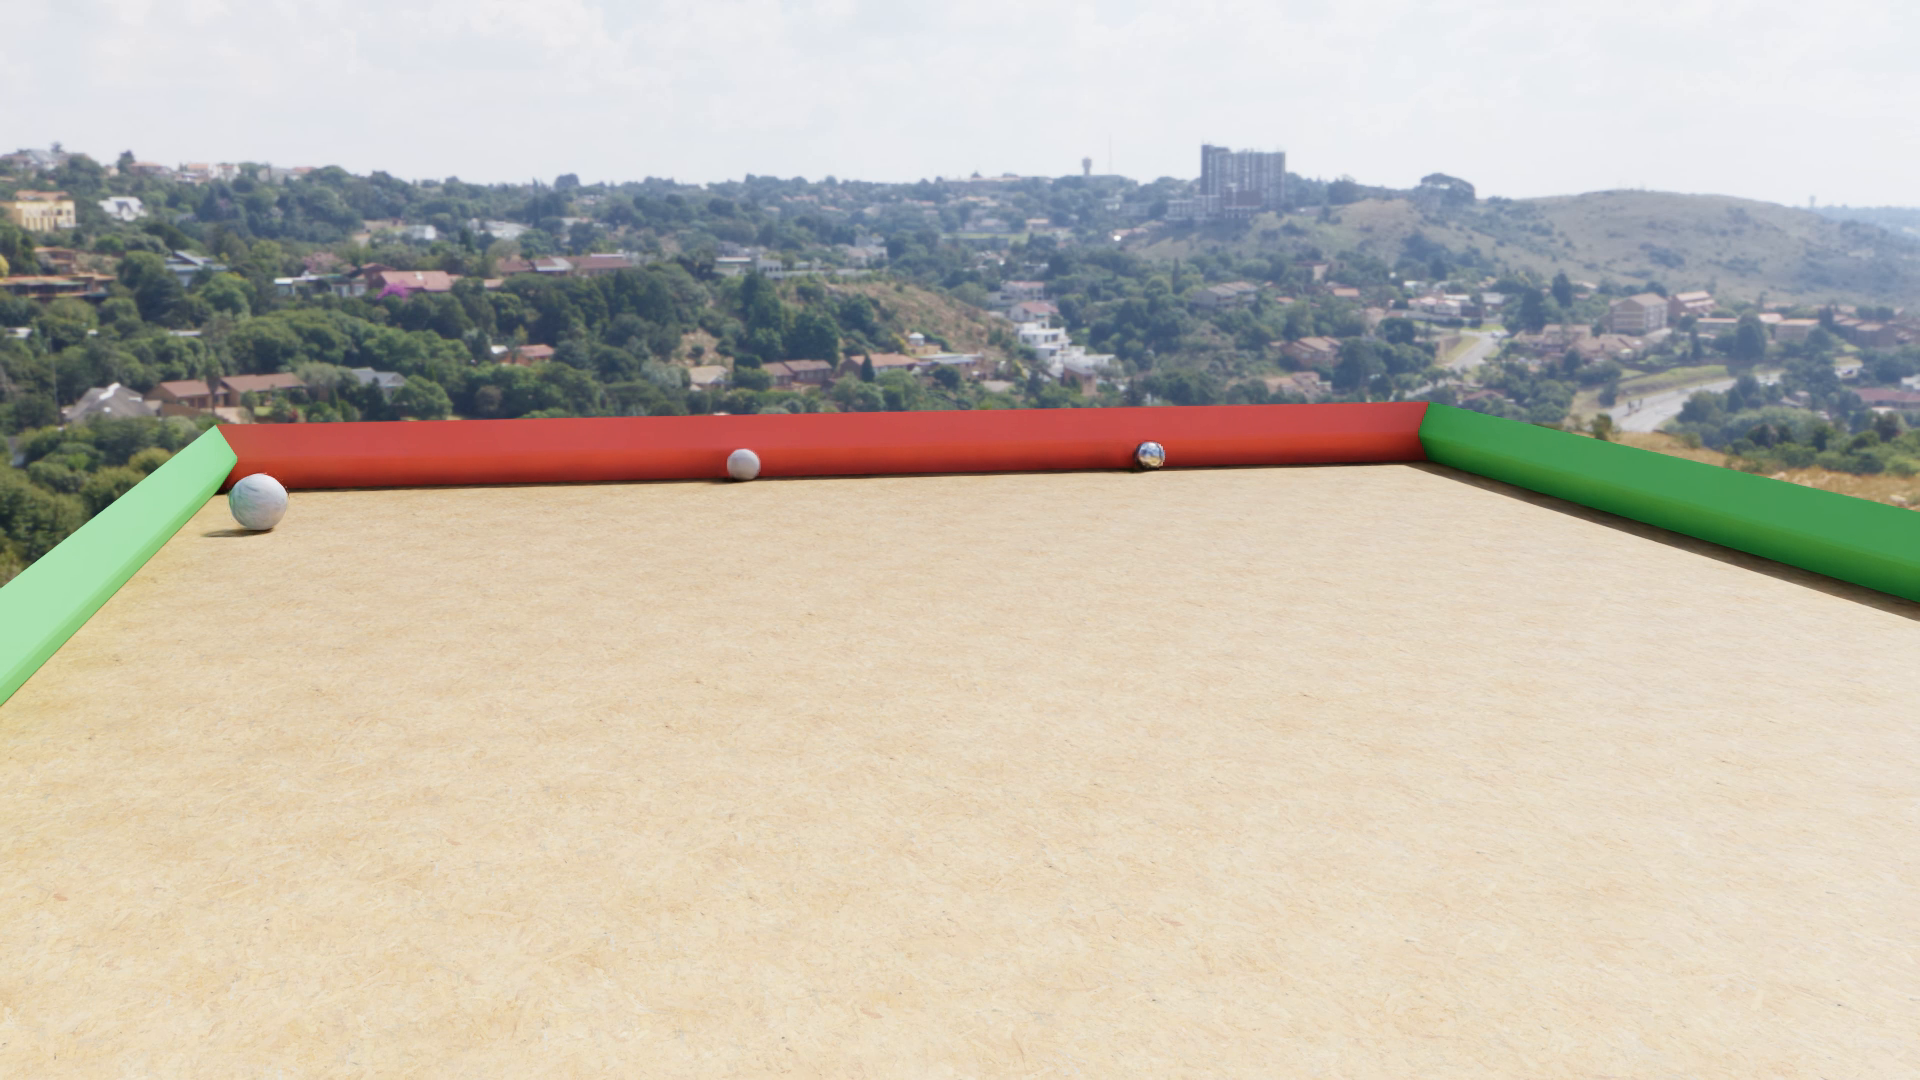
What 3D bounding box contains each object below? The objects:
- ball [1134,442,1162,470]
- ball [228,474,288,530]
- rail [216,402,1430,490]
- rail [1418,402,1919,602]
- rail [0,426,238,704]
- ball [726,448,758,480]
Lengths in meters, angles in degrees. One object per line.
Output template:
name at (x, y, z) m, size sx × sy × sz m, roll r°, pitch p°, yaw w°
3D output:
ball at (0.398, -0.178, 4.664) m, size 0.062 × 0.062 × 0.062 m, roll 0°, pitch 9°, yaw 0°
ball at (-1.222, -0.066, 3.832) m, size 0.098 × 0.098 × 0.098 m, roll 0°, pitch 9°, yaw 0°
rail at (-0.214, -0.199, 4.577) m, size 2.558 × 0.127 × 0.045 m, roll -2°, pitch 9°, yaw -11°
rail at (1.450, 0.100, 2.673) m, size 0.045 × 0.127 × 4.480 m, roll -2°, pitch 9°, yaw -11°
rail at (-1.012, 0.176, 2.188) m, size 0.045 × 0.127 × 4.480 m, roll -2°, pitch 9°, yaw -11°
ball at (-0.444, -0.154, 4.494) m, size 0.066 × 0.066 × 0.066 m, roll 0°, pitch 9°, yaw 0°
